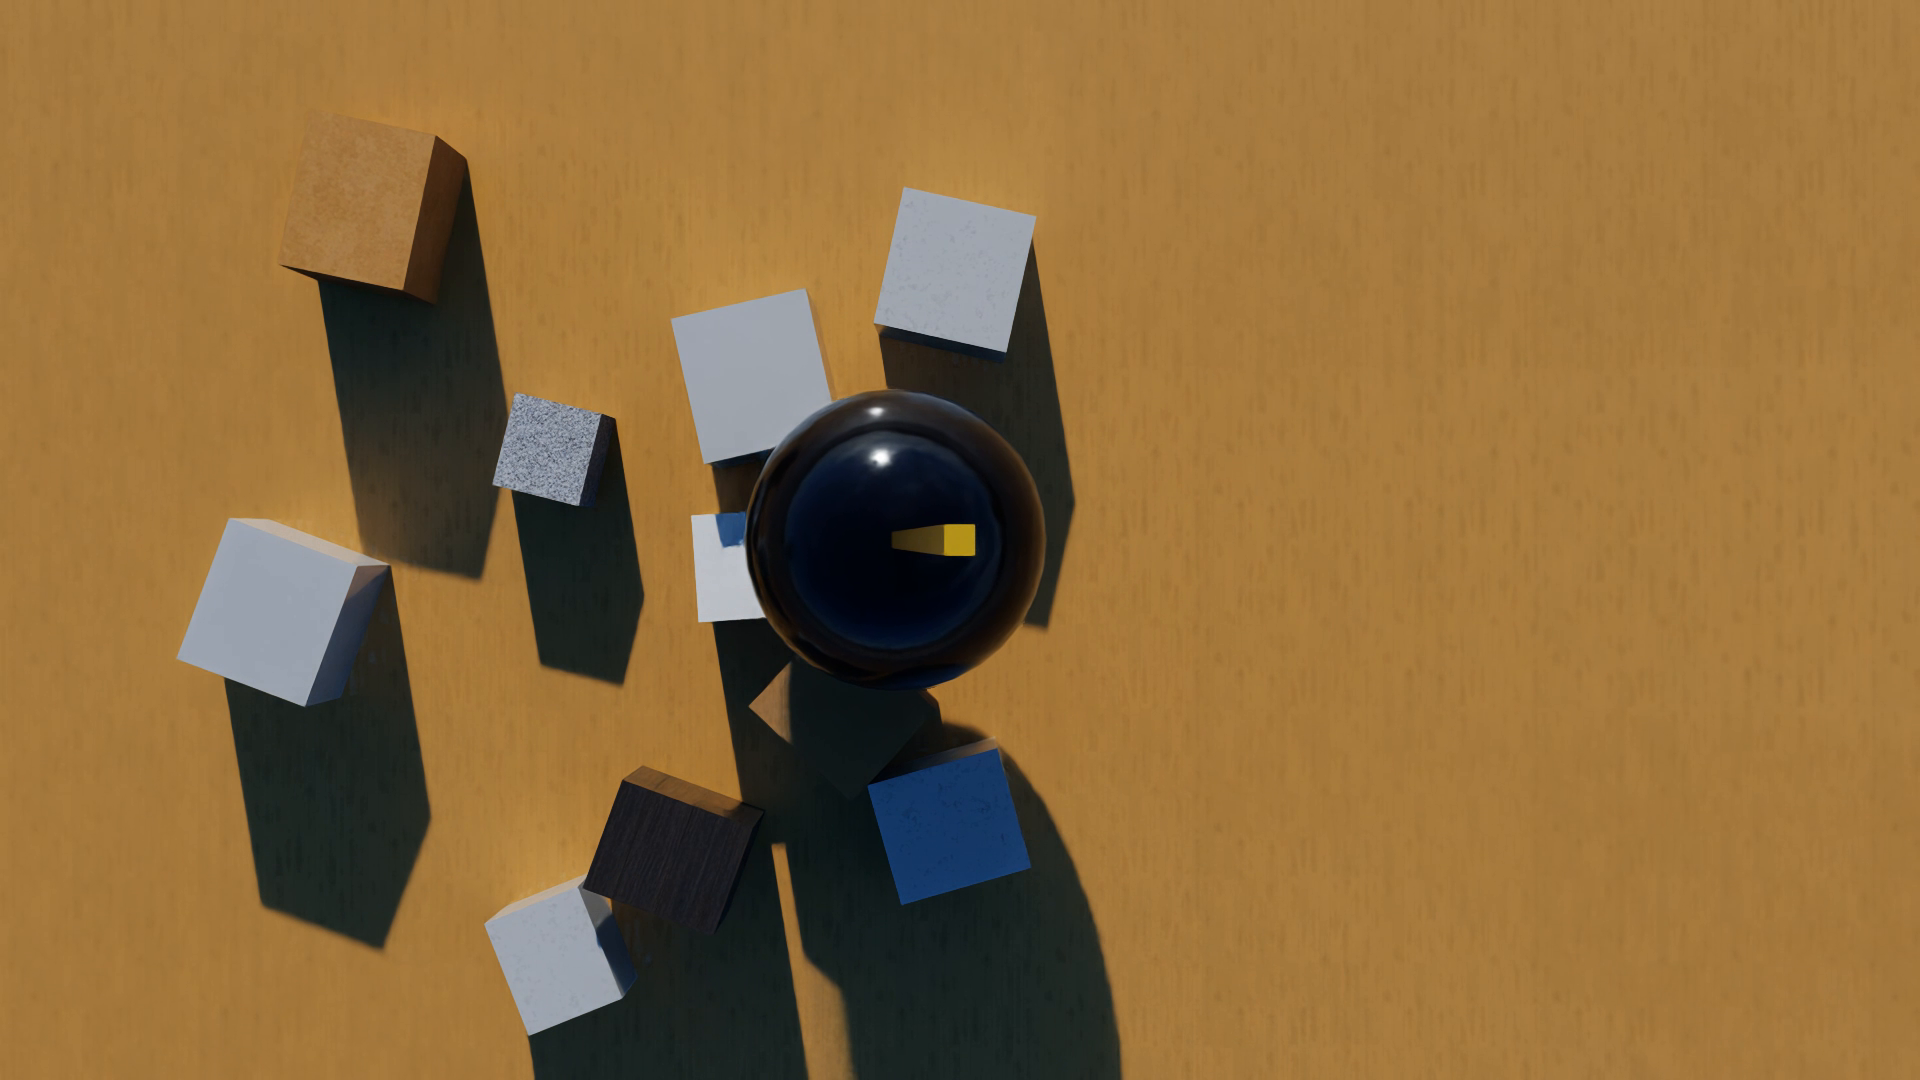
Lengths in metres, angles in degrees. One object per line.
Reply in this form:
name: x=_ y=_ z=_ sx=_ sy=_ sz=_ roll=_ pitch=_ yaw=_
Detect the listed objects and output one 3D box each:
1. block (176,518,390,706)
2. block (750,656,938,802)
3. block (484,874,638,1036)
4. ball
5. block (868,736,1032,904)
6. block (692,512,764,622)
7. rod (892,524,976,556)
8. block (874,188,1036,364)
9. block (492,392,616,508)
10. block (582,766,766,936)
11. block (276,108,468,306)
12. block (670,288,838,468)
block: x=-3.872 y=0.405 z=12.641 sx=0.765 sy=0.717 sz=0.840 roll=21 pitch=90 yaw=0
block: x=-0.654 y=0.940 z=12.632 sx=0.785 sy=0.736 sz=0.699 roll=43 pitch=90 yaw=0
block: x=-2.292 y=2.372 z=12.693 sx=0.567 sy=0.614 sz=0.680 roll=-22 pitch=90 yaw=0
ball: x=-0.339 y=0.000 z=11.611 sx=1.600 sy=1.600 sz=1.600 roll=0 pitch=90 yaw=0
block: x=-0.060 y=1.599 z=12.634 sx=0.754 sy=0.731 sz=0.694 roll=-16 pitch=90 yaw=0
block: x=-1.158 y=0.140 z=12.676 sx=0.663 sy=0.649 sz=0.601 roll=-4 pitch=90 yaw=0
rod: x=-0.147 y=0.000 z=8.216 sx=0.080 sy=5.200 sz=0.080 roll=0 pitch=90 yaw=-3
block: x=-0.028 y=-1.506 z=12.623 sx=0.758 sy=0.754 sz=0.776 roll=13 pitch=90 yaw=0
block: x=-2.347 y=-0.517 z=12.747 sx=0.505 sy=0.507 sz=0.542 roll=14 pitch=90 yaw=0
block: x=-1.624 y=1.766 z=12.607 sx=0.774 sy=0.785 sz=0.643 roll=20 pitch=90 yaw=0
block: x=-3.356 y=-1.894 z=12.610 sx=0.716 sy=0.780 sz=0.885 roll=12 pitch=90 yaw=0
block: x=-1.132 y=-0.905 z=12.564 sx=0.763 sy=0.873 sz=0.821 roll=-13 pitch=90 yaw=0
